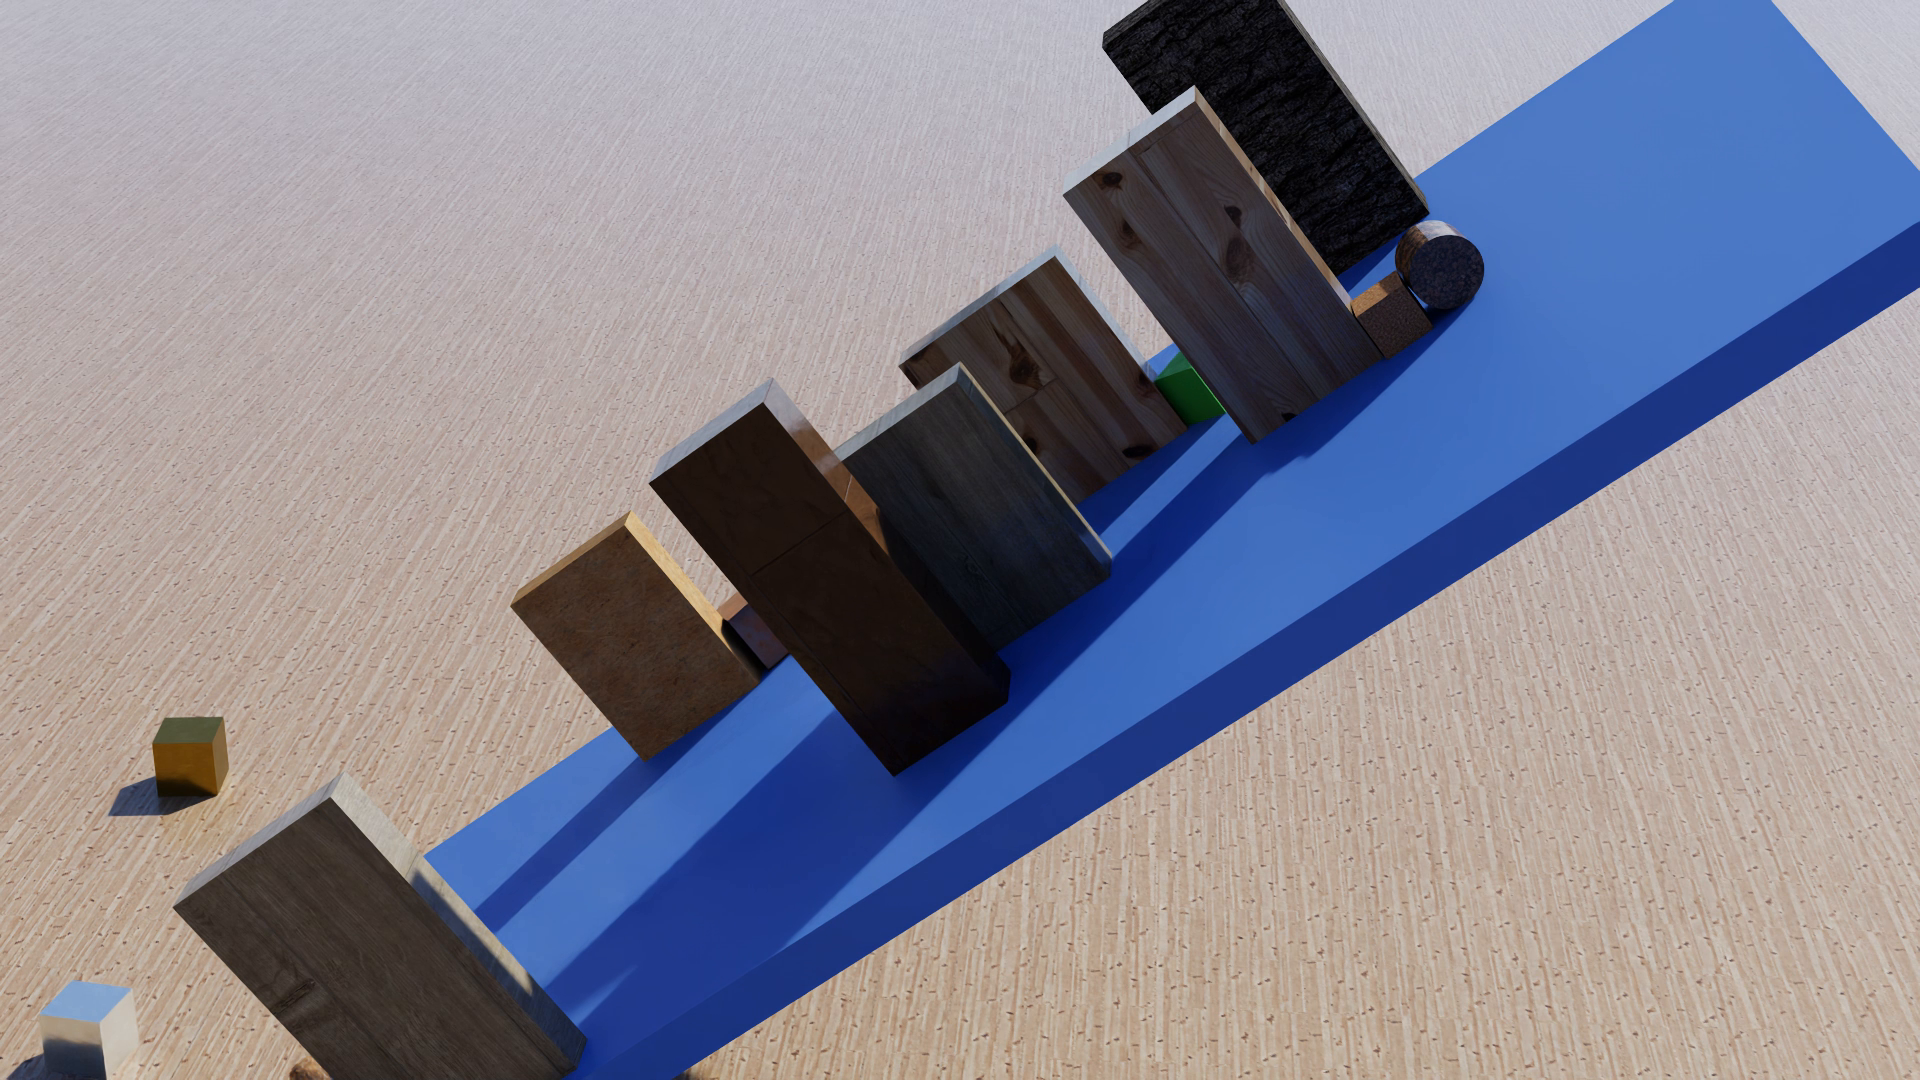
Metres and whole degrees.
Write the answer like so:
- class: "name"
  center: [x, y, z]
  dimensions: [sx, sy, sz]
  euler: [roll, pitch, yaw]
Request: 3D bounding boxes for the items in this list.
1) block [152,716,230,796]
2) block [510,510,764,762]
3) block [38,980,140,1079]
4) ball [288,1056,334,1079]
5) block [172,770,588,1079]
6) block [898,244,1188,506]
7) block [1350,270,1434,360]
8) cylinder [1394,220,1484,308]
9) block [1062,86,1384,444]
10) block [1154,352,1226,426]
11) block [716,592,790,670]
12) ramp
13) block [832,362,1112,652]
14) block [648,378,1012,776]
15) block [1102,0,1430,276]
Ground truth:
- class: "block"
  center: [-2.176, 0.612, 8.321]
  dimensions: [0.167, 0.167, 0.167]
  euler: [-1, 23, -2]
- class: "block"
  center: [-0.774, 0.234, 7.070]
  dimensions: [0.359, 0.508, 0.097]
  euler: [-34, 16, 16]
- class: "block"
  center: [-2.071, 1.166, 6.998]
  dimensions: [0.158, 0.158, 0.158]
  euler: [5, 23, 13]
- class: "ball"
  center: [-1.435, 1.207, 6.554]
  dimensions: [0.120, 0.120, 0.120]
  euler: [0, 23, 0]
- class: "block"
  center: [-1.124, 0.846, 5.729]
  dimensions: [0.414, 0.727, 0.108]
  euler: [-34, 16, 16]
- class: "block"
  center: [0.186, -0.331, 6.514]
  dimensions: [0.430, 0.493, 0.095]
  euler: [-34, 16, 16]
- class: "block"
  center: [0.883, -0.460, 6.013]
  dimensions: [0.114, 0.114, 0.114]
  euler: [-35, 16, 13]
- class: "cylinder"
  center: [0.980, -0.564, 6.014]
  dimensions: [0.153, 0.153, 0.153]
  euler: [-1, 17, -3]
- class: "block"
  center: [0.541, -0.560, 6.036]
  dimensions: [0.328, 0.664, 0.130]
  euler: [-34, 16, 16]
- class: "block"
  center: [0.538, -0.354, 6.467]
  dimensions: [0.129, 0.129, 0.129]
  euler: [-18, 26, 53]
- class: "block"
  center: [-0.470, 0.193, 7.145]
  dimensions: [0.162, 0.162, 0.162]
  euler: [-41, 16, -9]
- class: "ramp"
  center: [0.129, 0.179, 6.321]
  dimensions: [4.000, 0.100, 2.000]
  euler: [-34, 16, 16]
- class: "block"
  center: [0.002, -0.041, 6.061]
  dimensions: [0.384, 0.523, 0.123]
  euler: [-34, 16, 16]
- class: "block"
  center: [-0.250, 0.078, 5.815]
  dimensions: [0.286, 0.778, 0.144]
  euler: [-34, 16, 16]
- class: "block"
  center: [0.690, -0.940, 6.628]
  dimensions: [0.371, 0.741, 0.147]
  euler: [-34, 16, 16]
